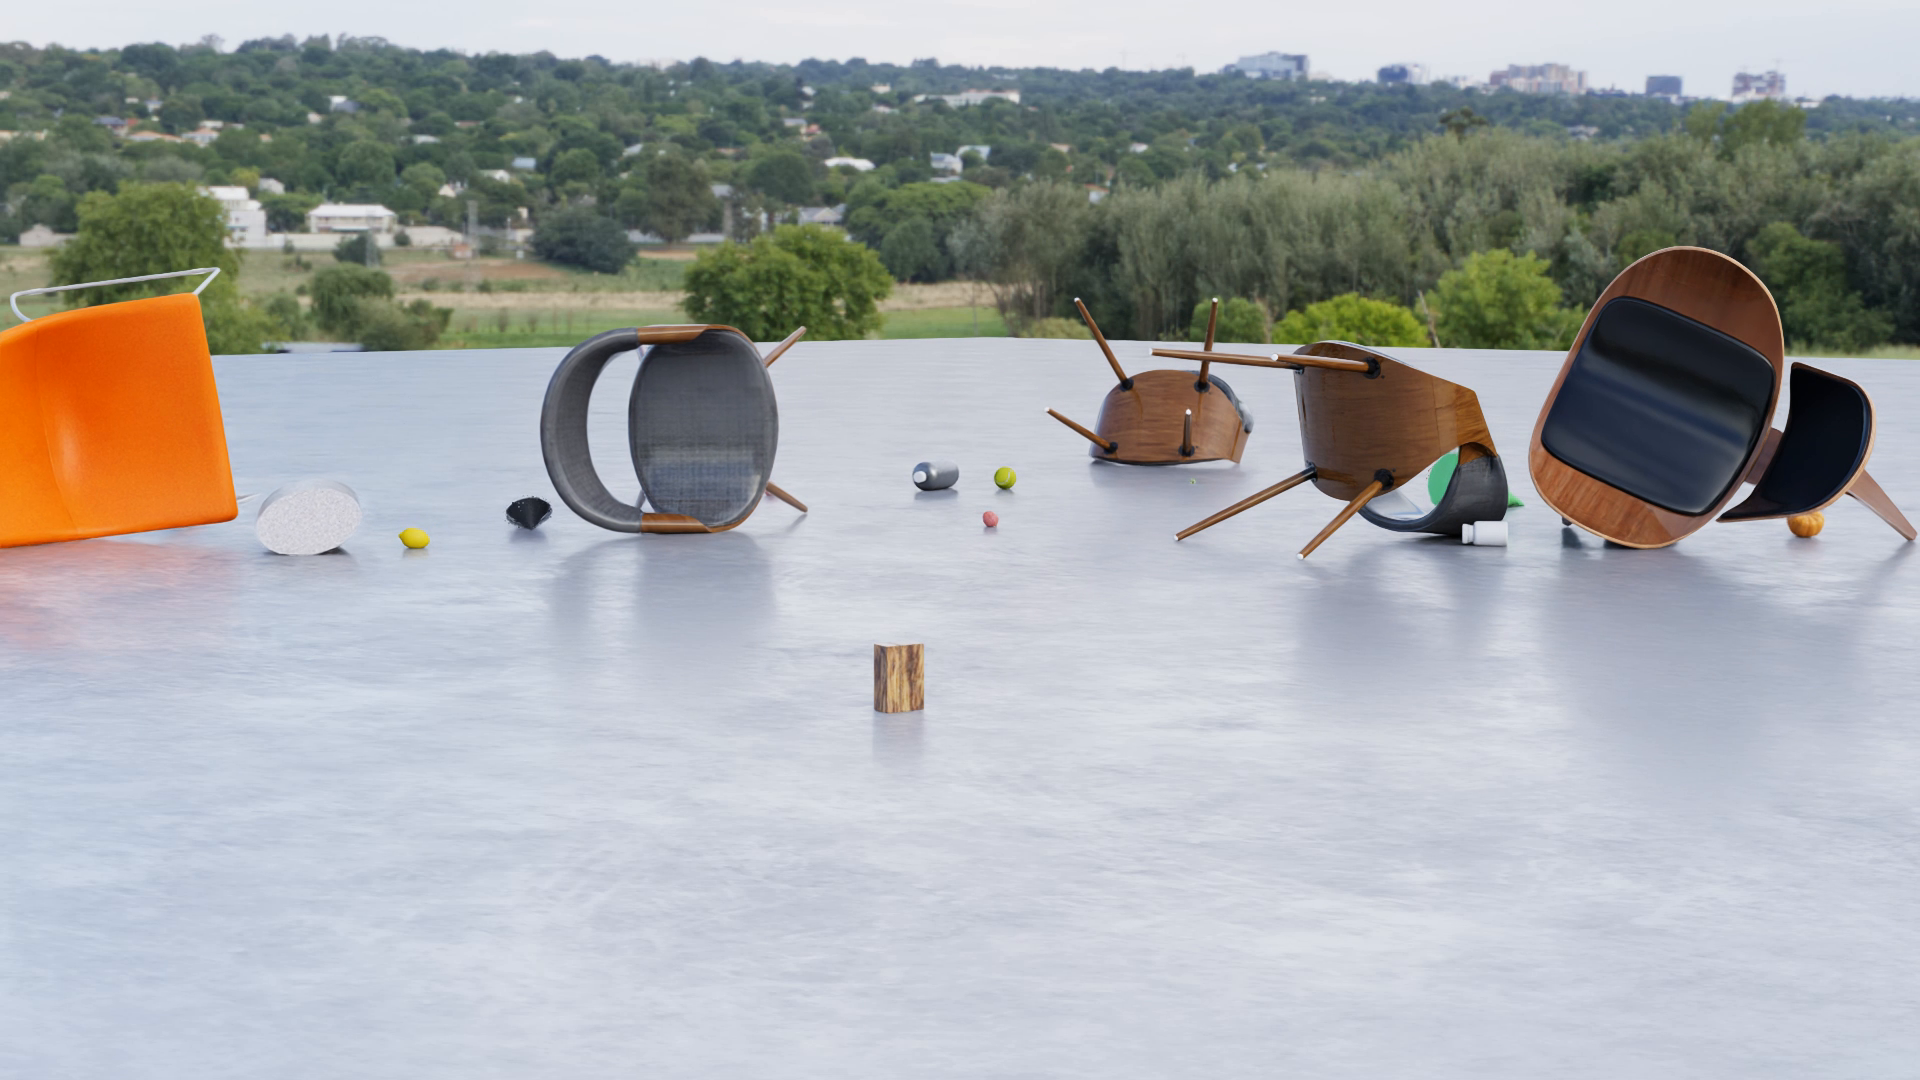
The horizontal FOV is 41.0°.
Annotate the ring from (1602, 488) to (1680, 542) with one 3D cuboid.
[{"bbox_3d":[1.725,-0.062,6.497,0.184,0.108,0.483,1,7,23],"label":"ring"}]

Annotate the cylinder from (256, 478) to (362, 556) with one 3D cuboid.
[{"bbox_3d":[-1.577,-0.059,6.213,0.246,0.154,0.331,-13,9,-13],"label":"cylinder"}]

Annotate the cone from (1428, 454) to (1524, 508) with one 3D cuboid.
[{"bbox_3d":[1.507,-0.134,7.341,0.256,0.159,0.251,16,6,-16],"label":"cone"}]

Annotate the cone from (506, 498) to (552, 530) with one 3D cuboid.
[{"bbox_3d":[-1.118,-0.048,6.677,0.119,0.107,0.067,-5,46,-14],"label":"cone"}]

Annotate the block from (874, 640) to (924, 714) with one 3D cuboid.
[{"bbox_3d":[-0.093,0.208,3.898,0.066,0.102,0.038,-4,7,-33],"label":"block"}]
